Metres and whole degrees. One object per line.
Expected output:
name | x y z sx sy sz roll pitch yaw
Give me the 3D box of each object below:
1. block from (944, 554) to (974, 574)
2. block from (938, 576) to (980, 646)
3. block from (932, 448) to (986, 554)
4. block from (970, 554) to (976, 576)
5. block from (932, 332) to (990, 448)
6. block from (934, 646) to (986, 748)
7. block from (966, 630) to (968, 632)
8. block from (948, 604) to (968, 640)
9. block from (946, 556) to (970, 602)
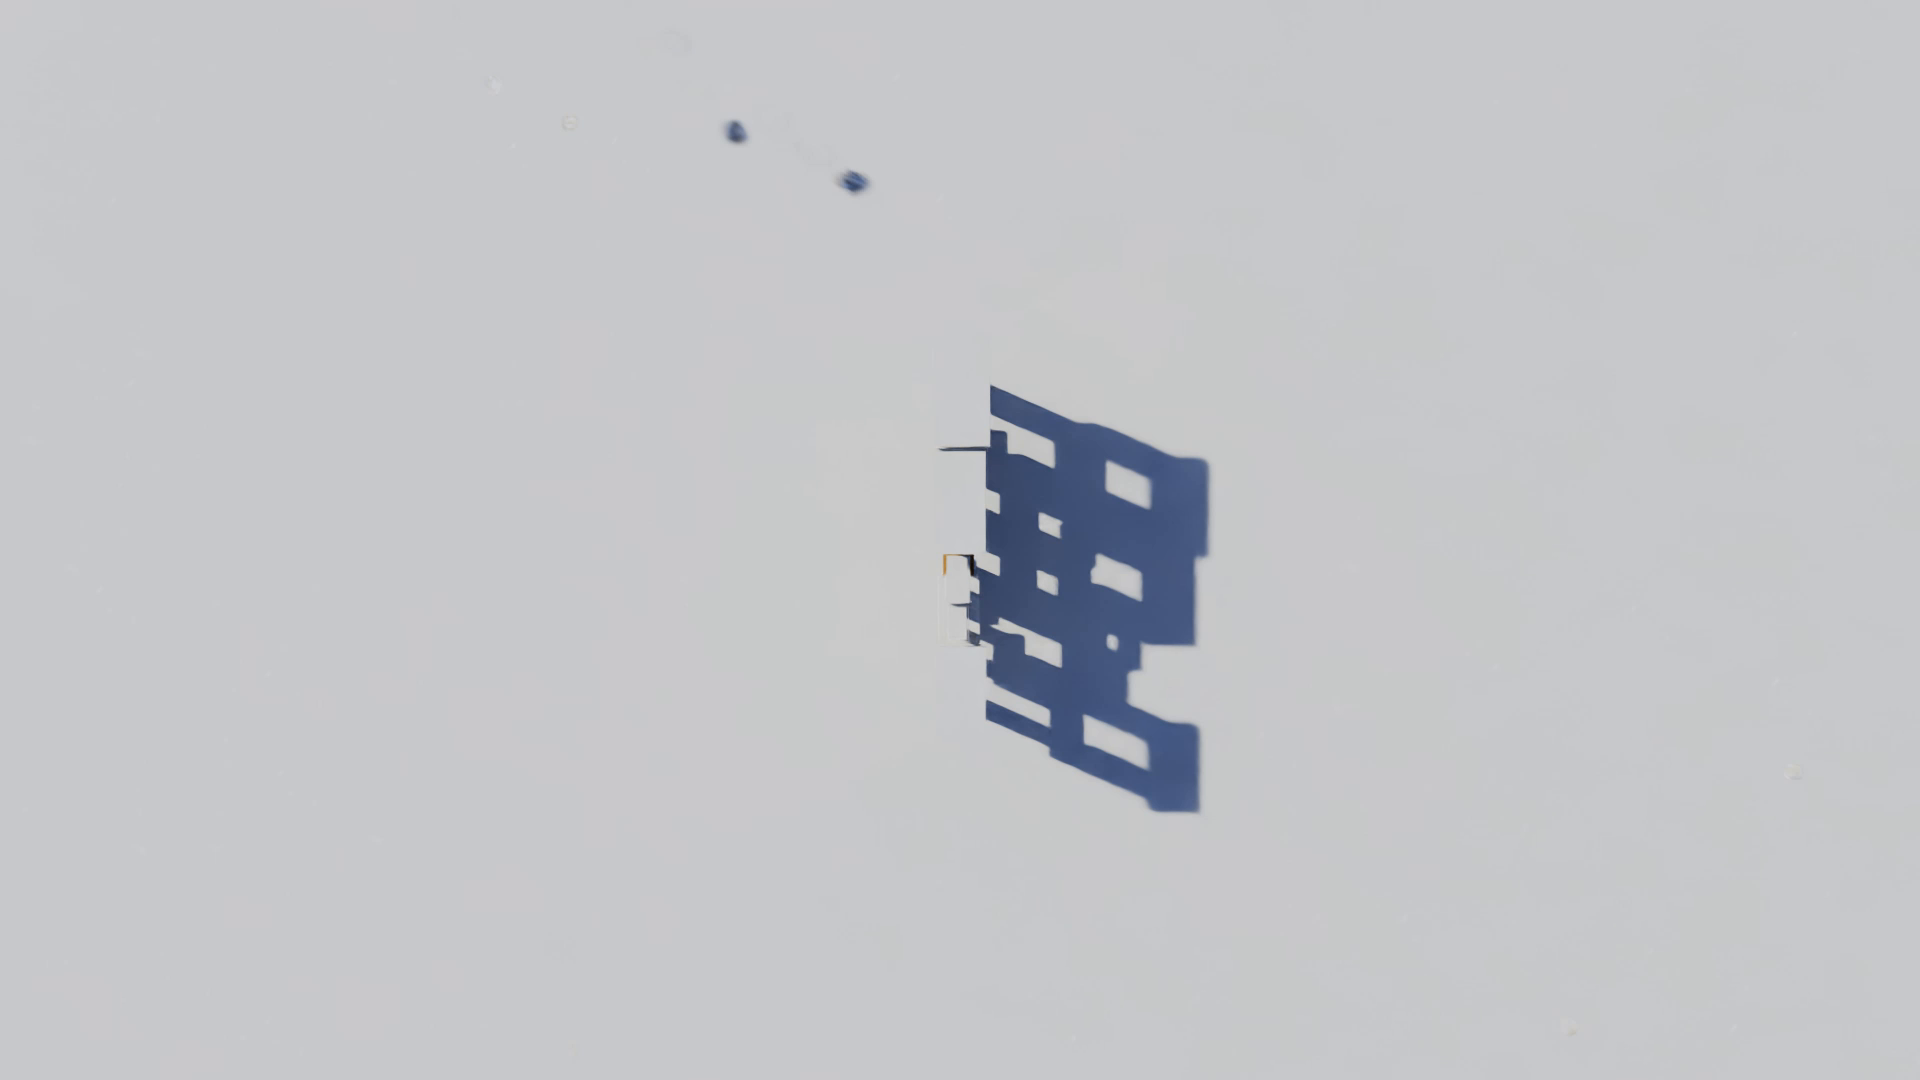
block | -0.005 0.013 5.068 0.094 0.027 0.188 0 90 0
block | -0.004 0.239 5.033 0.127 0.036 0.254 -1 90 0
block | -0.002 -0.110 4.722 0.151 0.043 0.302 0 90 0
block | 0.003 0.033 5.284 0.101 0.029 0.202 0 90 0
block | 0.004 -0.427 4.690 0.162 0.046 0.324 0 90 0
block | 0.001 0.448 4.707 0.144 0.041 0.288 1 90 0
block | -0.005 0.279 4.962 0.053 0.106 0.015 -1 90 0
block | -0.006 0.244 4.901 0.053 0.015 0.106 -1 90 0
block | -0.005 0.115 4.866 0.070 0.020 0.140 1 90 0
